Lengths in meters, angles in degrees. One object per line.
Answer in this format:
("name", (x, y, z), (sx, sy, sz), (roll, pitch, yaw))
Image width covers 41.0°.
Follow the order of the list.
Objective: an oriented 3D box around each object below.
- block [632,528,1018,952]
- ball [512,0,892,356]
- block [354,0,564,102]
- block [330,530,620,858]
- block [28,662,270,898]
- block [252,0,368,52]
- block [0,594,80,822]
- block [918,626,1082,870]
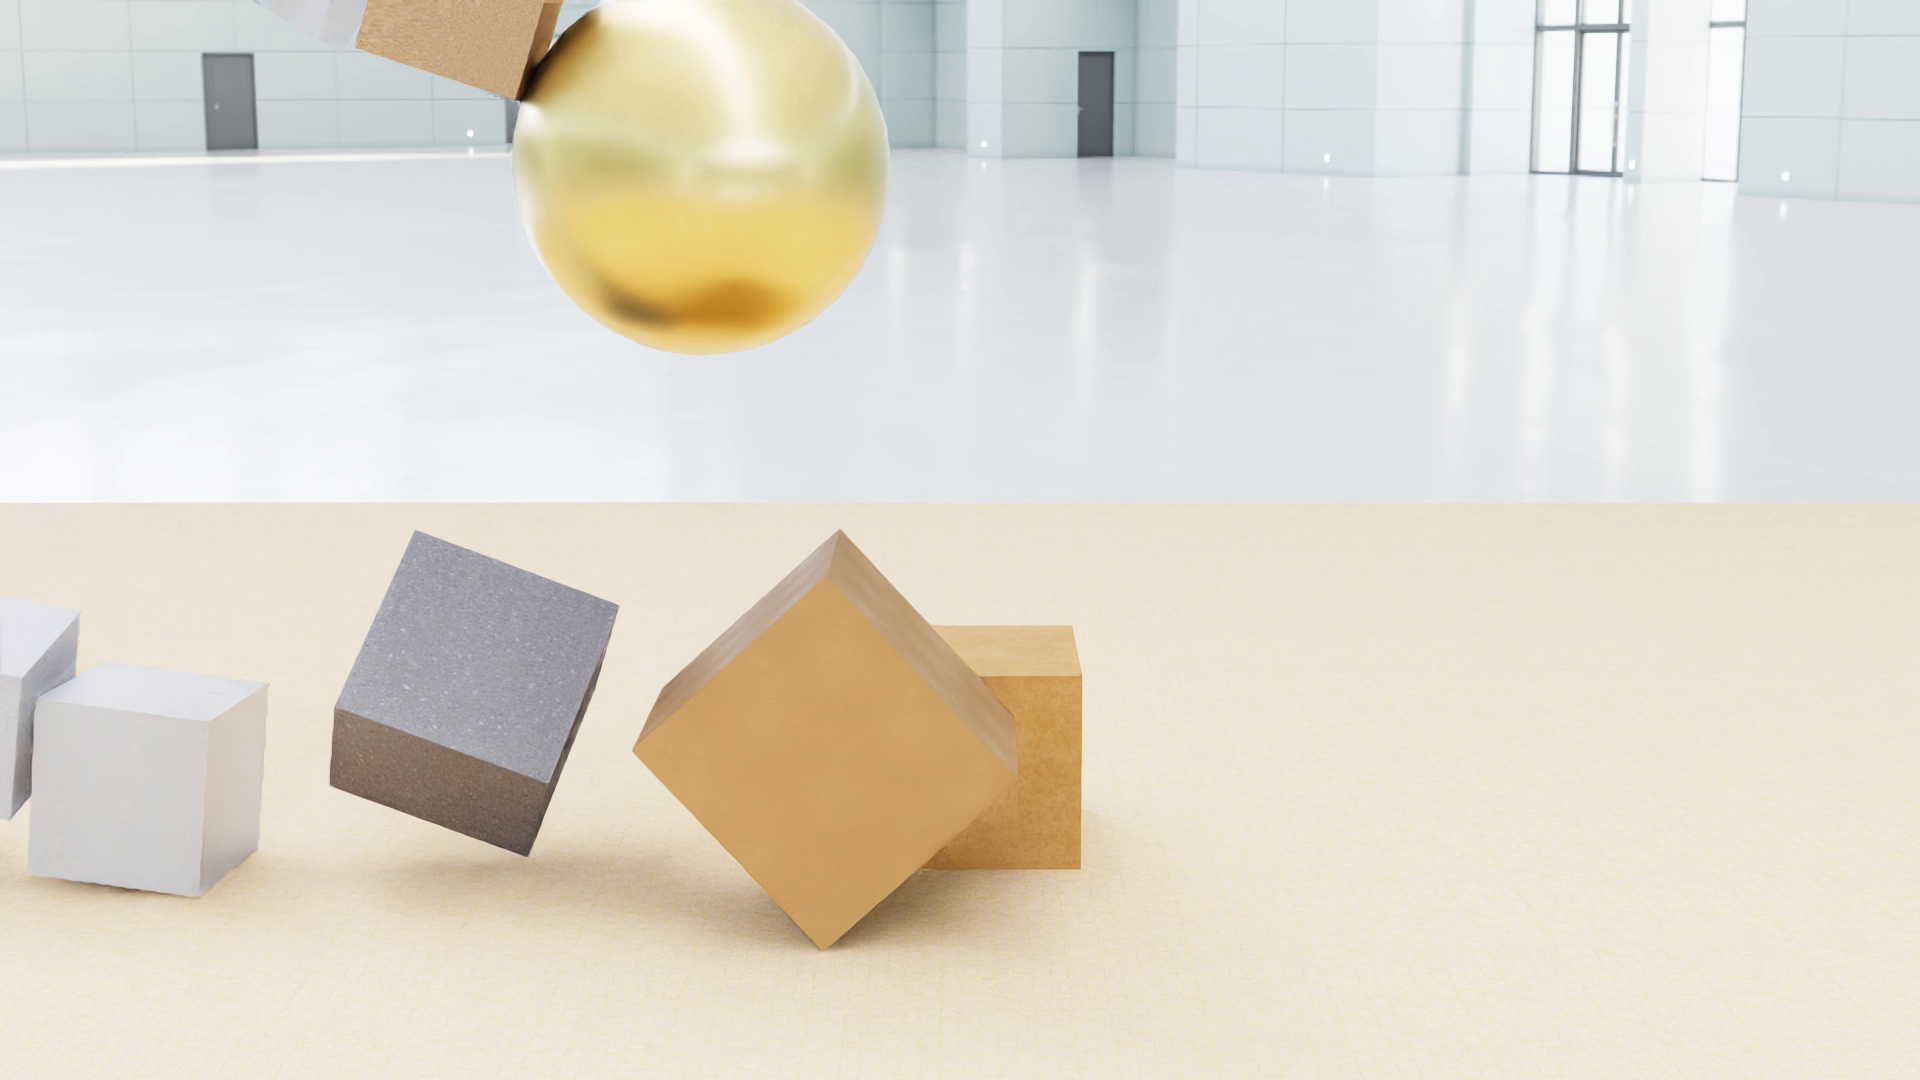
("block", (-0.538, 0.808, 10.786), (1.062, 1.131, 1.082), (-42, 8, 7))
("ball", (-1.092, -1.584, 10.892), (1.600, 1.600, 1.600), (0, 10, 0))
("block", (-2.074, -2.251, 10.797), (0.680, 0.631, 0.646), (17, 6, -5))
("block", (-2.170, 0.697, 11.420), (0.949, 0.900, 0.933), (21, -30, -4))
("block", (-3.584, 1.046, 11.366), (0.764, 0.786, 0.729), (7, 11, 4))
("block", (-2.769, -2.605, 10.696), (0.751, 0.792, 0.749), (30, 3, -7))
("block", (-4.370, 0.690, 11.235), (0.742, 0.695, 0.717), (12, 21, -3))
("block", (0.001, 0.942, 11.906), (1.078, 0.887, 1.055), (0, 10, 0))
